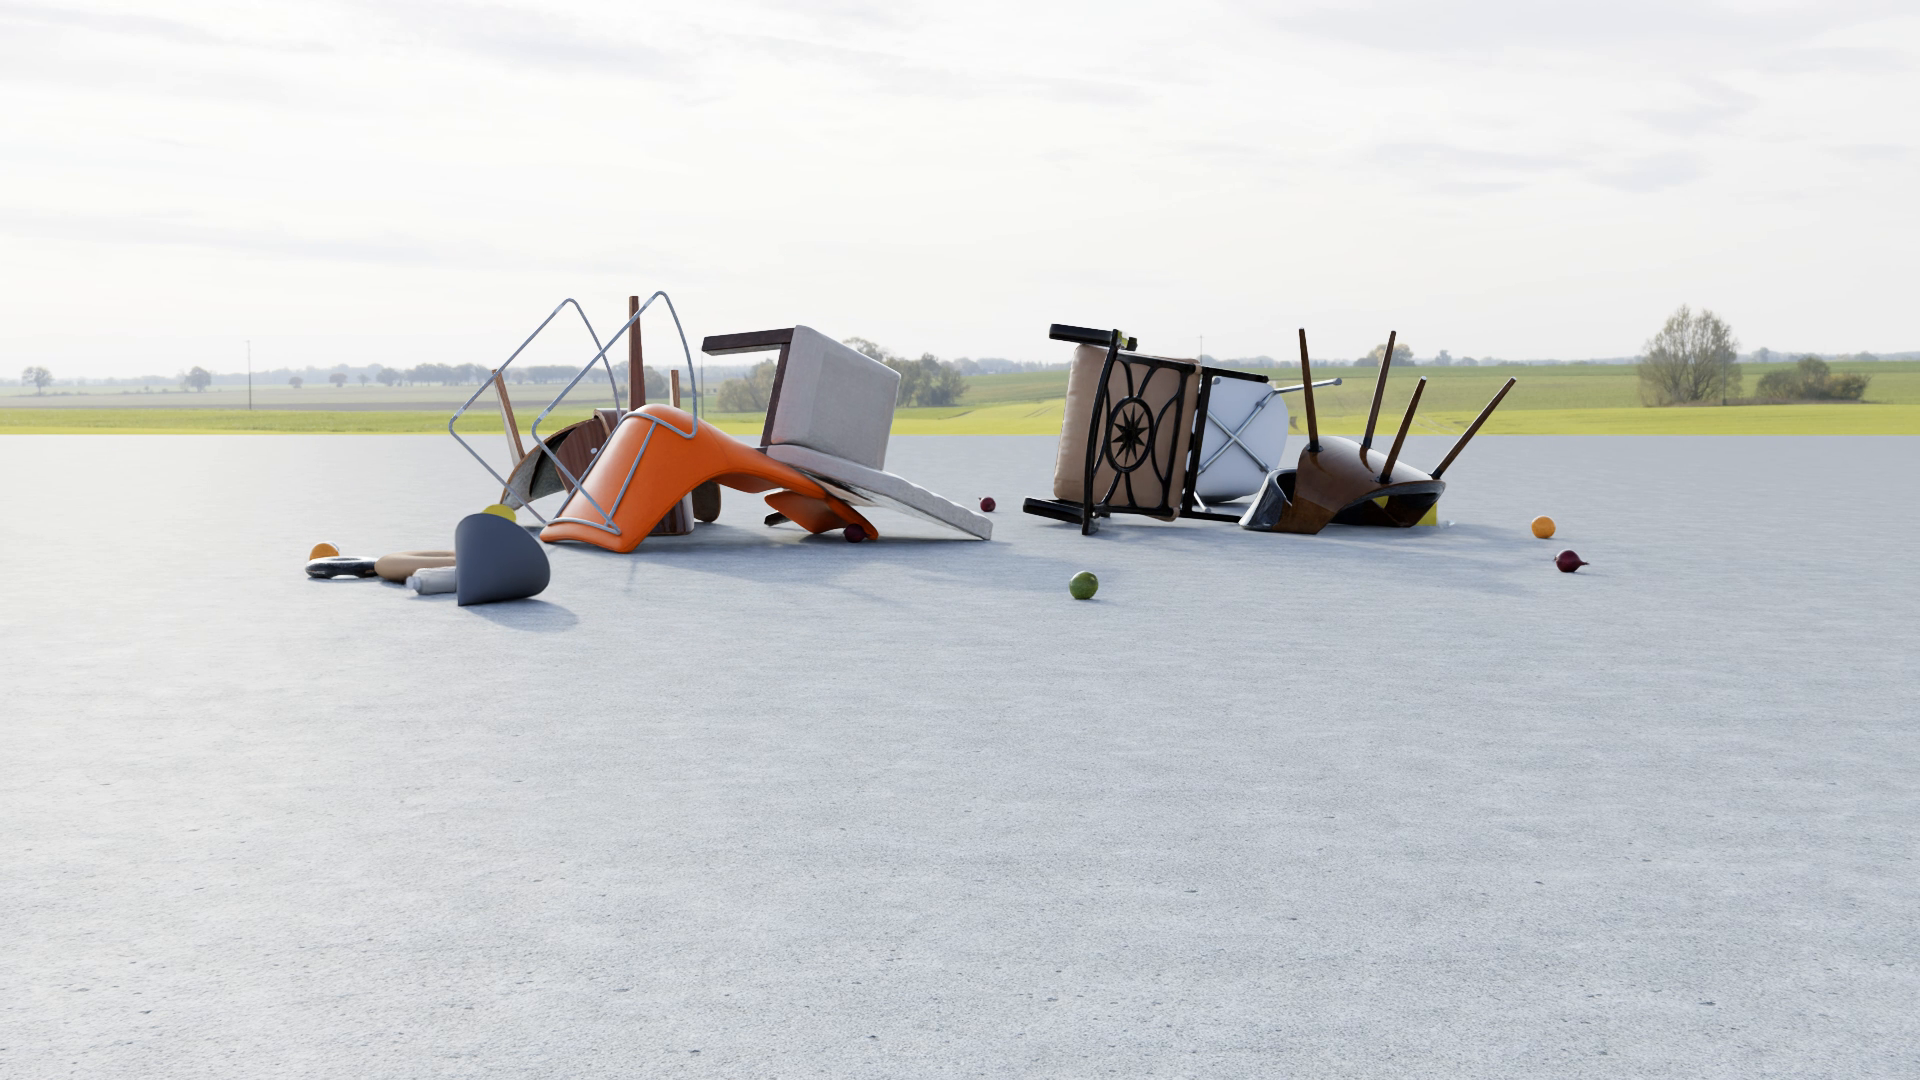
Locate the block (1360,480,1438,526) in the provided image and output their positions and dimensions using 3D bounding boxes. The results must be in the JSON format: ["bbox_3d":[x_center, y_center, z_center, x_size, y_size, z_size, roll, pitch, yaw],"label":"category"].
[{"bbox_3d":[1.459,-0.127,7.329,0.238,0.146,0.148,0,4,4],"label":"block"}]

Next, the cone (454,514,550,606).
[{"bbox_3d":[-1.005,0.086,4.608,0.231,0.220,0.181,17,41,14],"label":"cone"}]

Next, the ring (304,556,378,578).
[{"bbox_3d":[-1.475,0.066,5.276,0.190,0.043,0.187,4,6,40],"label":"ring"}]

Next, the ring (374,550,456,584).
[{"bbox_3d":[-1.224,0.063,5.193,0.307,0.062,0.312,-1,4,-25],"label":"ring"}]

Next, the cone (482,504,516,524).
[{"bbox_3d":[-1.477,-0.045,6.866,0.134,0.096,0.135,-24,-6,42],"label":"cone"}]

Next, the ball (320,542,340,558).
[{"bbox_3d":[-1.648,0.029,5.749,0.052,0.052,0.052,0,4,0],"label":"ball"}]
